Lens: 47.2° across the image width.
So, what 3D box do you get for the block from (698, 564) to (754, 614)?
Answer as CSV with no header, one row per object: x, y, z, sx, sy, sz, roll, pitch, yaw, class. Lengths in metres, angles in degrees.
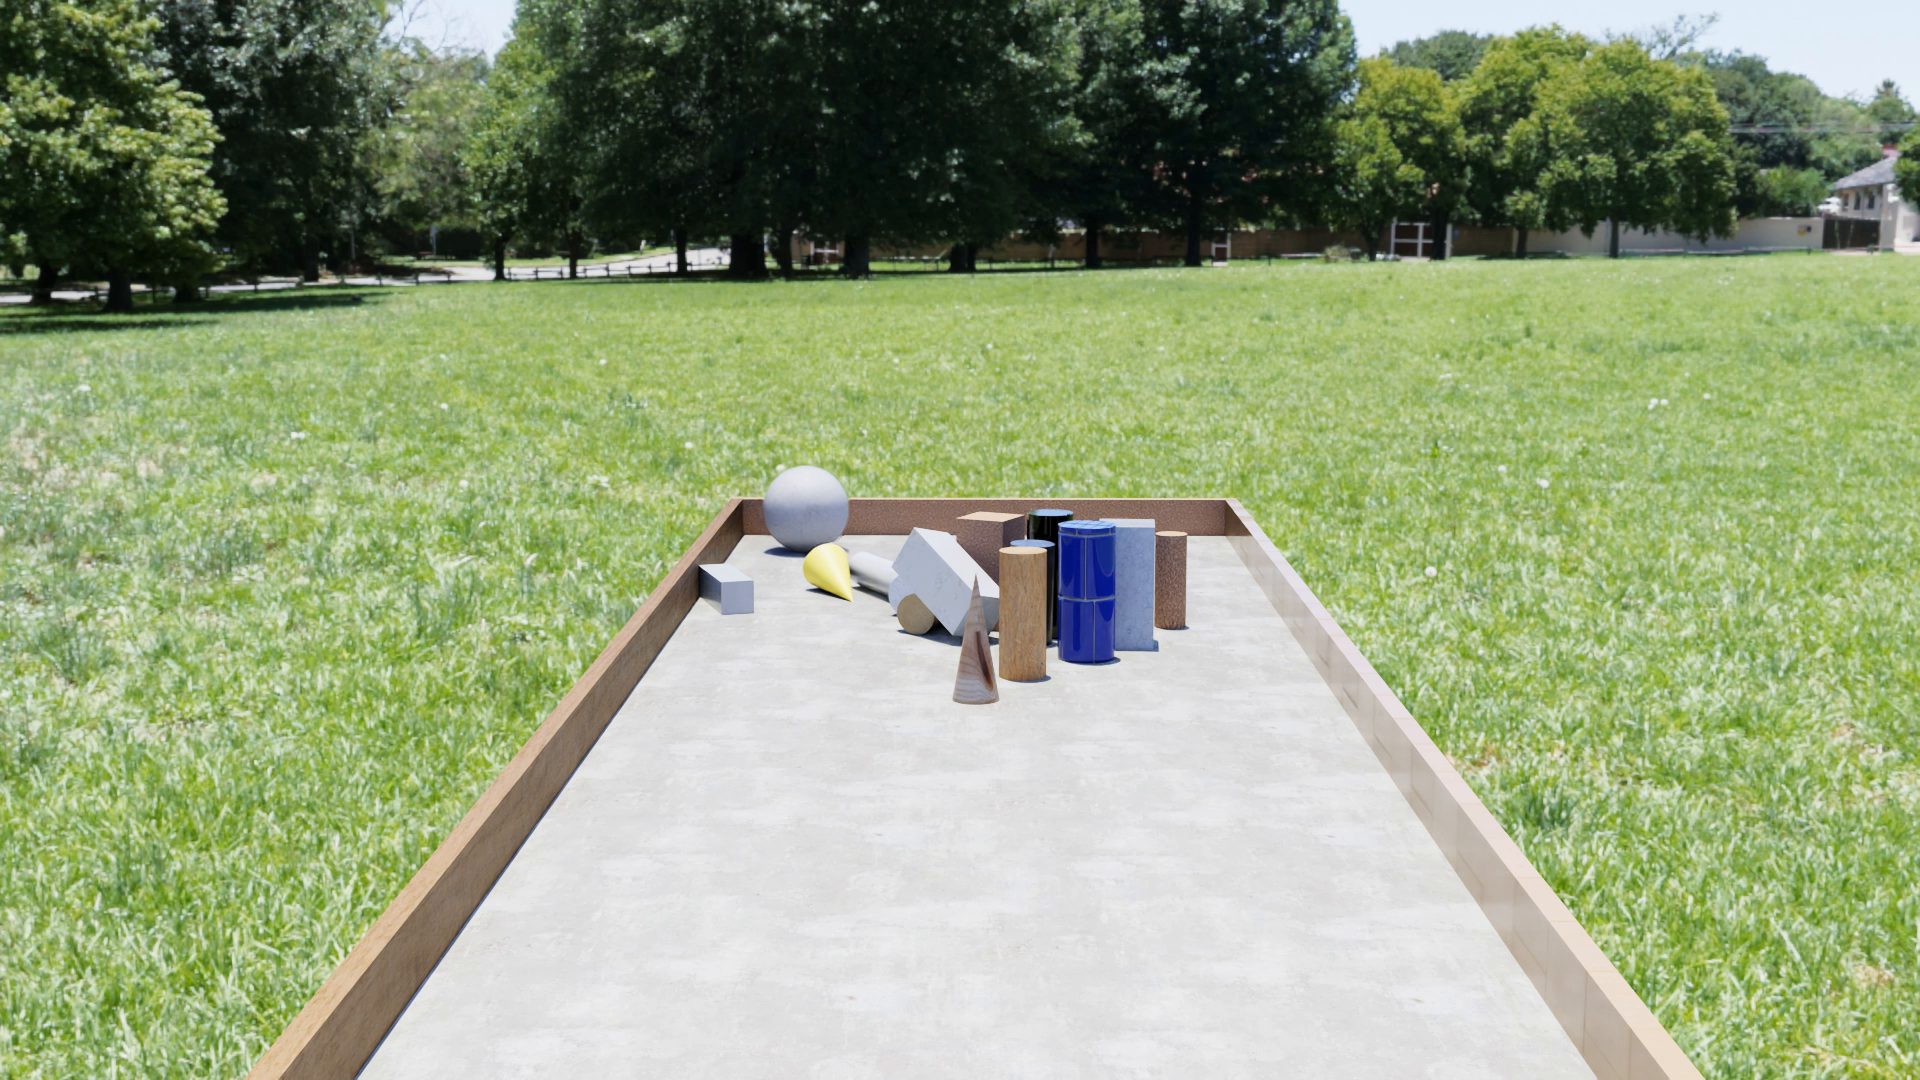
-0.809,0.168,7.593,0.112,0.112,0.359,-3,10,-19,block

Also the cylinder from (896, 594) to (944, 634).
-0.061,0.210,7.257,0.133,0.133,0.406,4,10,23,cylinder

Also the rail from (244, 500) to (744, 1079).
-1.004,0.839,3.234,0.050,0.150,12.000,0,9,1,rail

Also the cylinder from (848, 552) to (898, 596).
-0.256,0.132,7.777,0.126,0.126,0.415,-4,10,-26,cylinder

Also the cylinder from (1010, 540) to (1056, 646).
0.225,0.167,6.928,0.141,0.317,0.141,1,10,0,cylinder

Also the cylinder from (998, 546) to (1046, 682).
0.184,0.216,6.450,0.139,0.375,0.139,0,9,0,cylinder

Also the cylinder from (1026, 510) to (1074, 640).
0.288,0.109,7.052,0.149,0.398,0.149,0,9,0,cylinder

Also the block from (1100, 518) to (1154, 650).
0.522,0.137,6.908,0.173,0.386,0.173,1,9,4,block

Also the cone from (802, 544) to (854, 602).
-0.427,0.154,7.771,0.172,0.172,0.305,-4,26,-22,cone

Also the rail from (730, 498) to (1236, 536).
0.099,-0.098,9.147,2.100,0.150,0.050,0,9,1,rail

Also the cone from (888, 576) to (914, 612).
-0.108,0.192,7.555,0.154,0.154,0.392,3,-2,17,cone

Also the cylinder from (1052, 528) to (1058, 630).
0.379,0.126,7.183,0.163,0.323,0.163,0,9,0,cylinder

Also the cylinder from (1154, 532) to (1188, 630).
0.689,0.131,7.197,0.103,0.308,0.103,0,9,0,cylinder

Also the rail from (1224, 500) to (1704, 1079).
1.046,0.843,3.208,0.050,0.150,12.000,0,9,1,rail

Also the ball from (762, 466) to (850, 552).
-0.610,-0.124,8.699,0.342,0.342,0.342,0,9,0,ball

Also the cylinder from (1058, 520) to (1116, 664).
0.386,0.157,6.700,0.176,0.413,0.176,0,9,0,cylinder

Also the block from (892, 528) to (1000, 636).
-0.031,0.138,7.045,0.157,0.157,0.368,9,29,-46,block

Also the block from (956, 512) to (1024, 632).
0.100,0.102,7.215,0.168,0.361,0.168,5,10,26,block

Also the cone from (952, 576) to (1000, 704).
0.044,0.268,6.153,0.134,0.365,0.134,0,9,0,cone
